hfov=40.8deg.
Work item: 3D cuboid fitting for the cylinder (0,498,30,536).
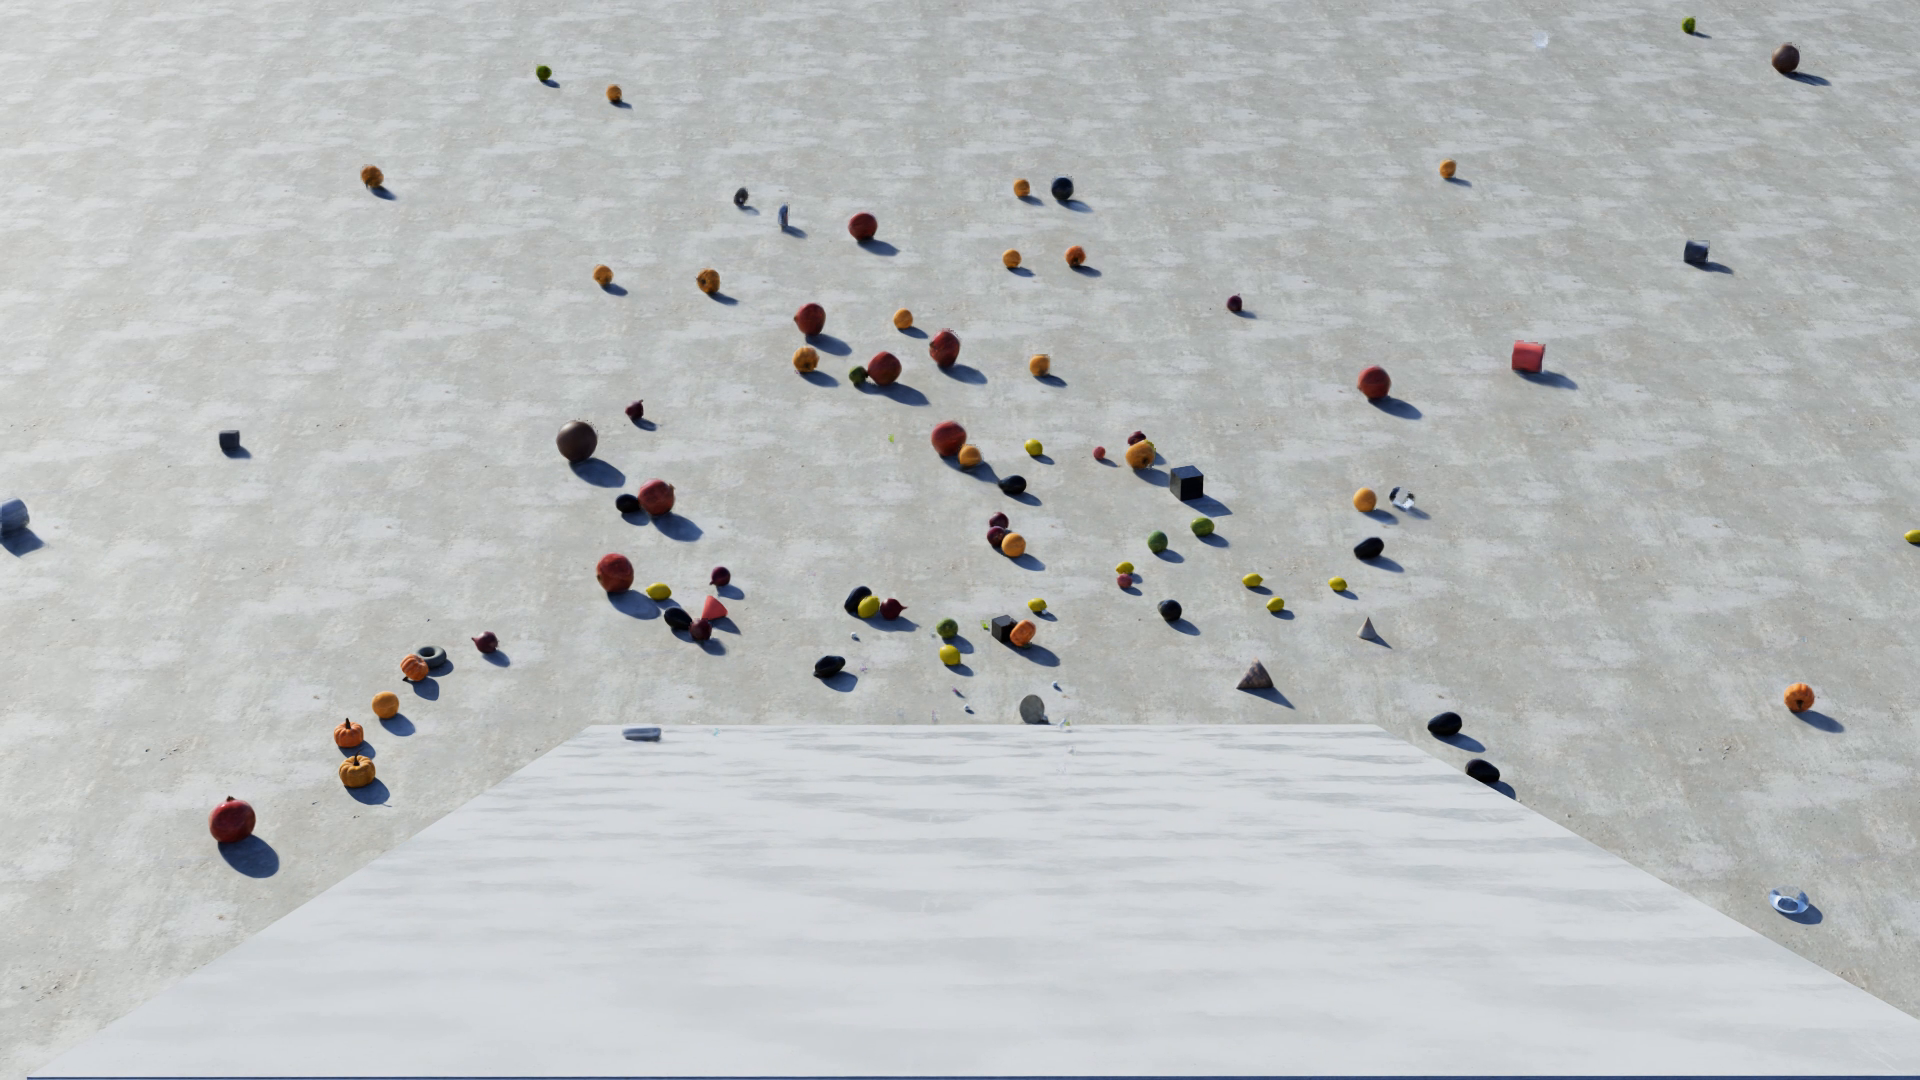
[{"bbox_3d":[-2.856,-0.070,7.740,0.091,0.091,0.091,22,34,36],"label":"cylinder"}]

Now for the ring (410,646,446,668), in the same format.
[{"bbox_3d":[-1.450,0.319,7.048,0.097,0.032,0.097,1,28,0],"label":"ring"}]

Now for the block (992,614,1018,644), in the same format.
[{"bbox_3d":[0.123,0.246,7.168,0.052,0.052,0.052,-15,31,-27],"label":"block"}]

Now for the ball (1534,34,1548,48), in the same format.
[{"bbox_3d":[2.750,-2.361,12.216,0.065,0.065,0.065,0,27,0],"label":"ball"}]

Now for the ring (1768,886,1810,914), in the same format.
[{"bbox_3d":[1.938,0.841,6.038,0.093,0.031,0.093,1,27,-1],"label":"ring"}]

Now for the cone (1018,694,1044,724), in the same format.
[{"bbox_3d":[0.172,0.445,6.801,0.076,0.076,0.076,-15,4,-27],"label":"cone"}]

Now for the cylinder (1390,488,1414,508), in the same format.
[{"bbox_3d":[1.351,-0.128,7.895,0.052,0.052,0.052,-21,34,-35],"label":"cylinder"}]

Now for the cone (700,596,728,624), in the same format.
[{"bbox_3d":[-0.708,0.209,7.260,0.077,0.077,0.077,24,62,38],"label":"cone"}]

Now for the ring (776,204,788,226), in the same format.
[{"bbox_3d":[-0.691,-1.266,10.066,0.029,0.086,0.086,-6,25,17],"label":"ring"}]

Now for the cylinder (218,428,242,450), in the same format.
[{"bbox_3d":[-2.340,-0.321,8.269,0.053,0.053,0.053,-35,33,-3],"label":"cylinder"}]

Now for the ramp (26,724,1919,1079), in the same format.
[{"bbox_3d":[0.062,0.555,4.592,2.000,0.100,4.000,0,1,0],"label":"ramp"}]

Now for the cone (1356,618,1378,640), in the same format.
[{"bbox_3d":[1.133,0.238,7.177,0.058,0.058,0.058,0,27,0],"label":"cone"}]

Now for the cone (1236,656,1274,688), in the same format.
[{"bbox_3d":[0.777,0.375,6.929,0.092,0.092,0.092,-32,32,-2],"label":"cone"}]

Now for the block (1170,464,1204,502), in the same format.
[{"bbox_3d":[0.699,-0.175,7.959,0.077,0.077,0.077,-10,29,-18],"label":"block"}]

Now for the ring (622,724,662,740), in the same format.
[{"bbox_3d":[-0.765,0.463,6.214,0.098,0.033,0.098,1,0,0],"label":"ring"}]

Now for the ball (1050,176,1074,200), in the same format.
[{"bbox_3d":[0.408,-1.406,10.328,0.096,0.096,0.096,0,27,0],"label":"ball"}]

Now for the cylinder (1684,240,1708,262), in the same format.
[{"bbox_3d":[2.773,-1.086,9.727,0.077,0.077,0.077,11,29,21],"label":"cylinder"}]
